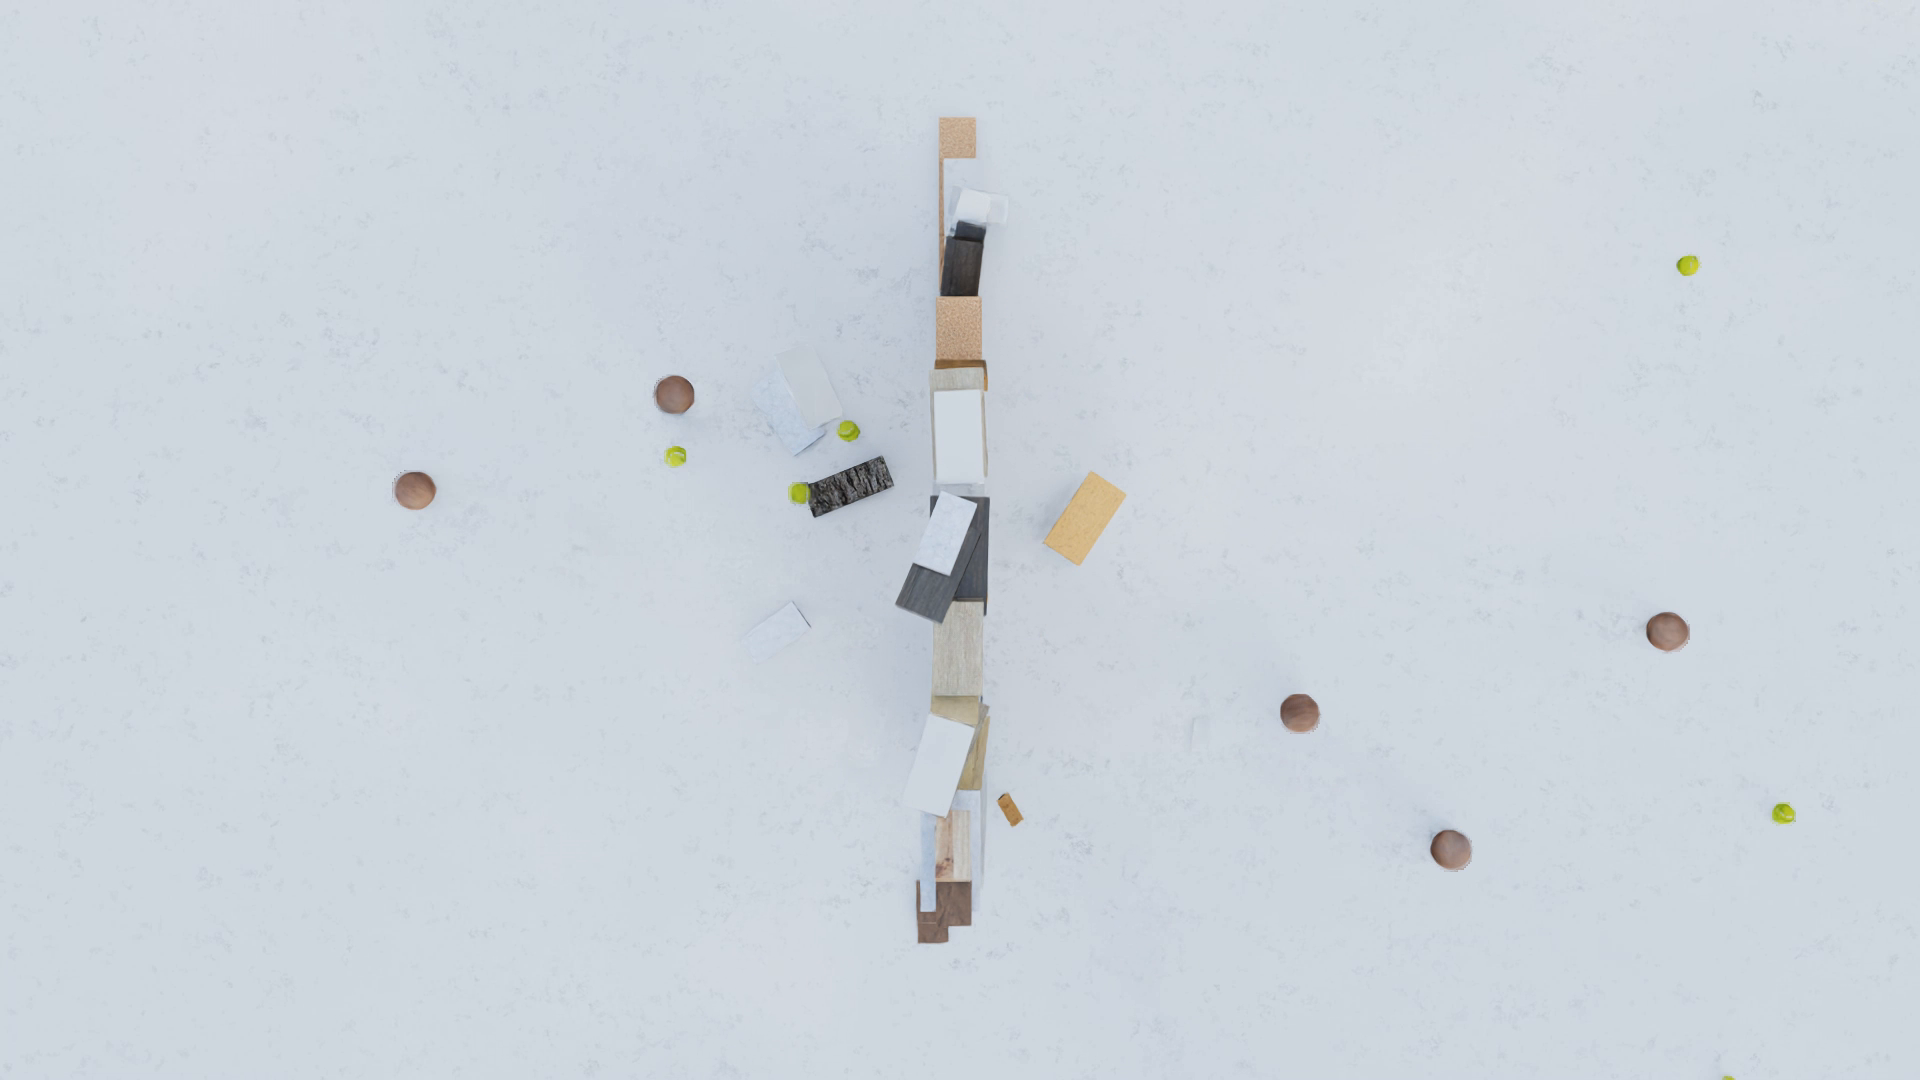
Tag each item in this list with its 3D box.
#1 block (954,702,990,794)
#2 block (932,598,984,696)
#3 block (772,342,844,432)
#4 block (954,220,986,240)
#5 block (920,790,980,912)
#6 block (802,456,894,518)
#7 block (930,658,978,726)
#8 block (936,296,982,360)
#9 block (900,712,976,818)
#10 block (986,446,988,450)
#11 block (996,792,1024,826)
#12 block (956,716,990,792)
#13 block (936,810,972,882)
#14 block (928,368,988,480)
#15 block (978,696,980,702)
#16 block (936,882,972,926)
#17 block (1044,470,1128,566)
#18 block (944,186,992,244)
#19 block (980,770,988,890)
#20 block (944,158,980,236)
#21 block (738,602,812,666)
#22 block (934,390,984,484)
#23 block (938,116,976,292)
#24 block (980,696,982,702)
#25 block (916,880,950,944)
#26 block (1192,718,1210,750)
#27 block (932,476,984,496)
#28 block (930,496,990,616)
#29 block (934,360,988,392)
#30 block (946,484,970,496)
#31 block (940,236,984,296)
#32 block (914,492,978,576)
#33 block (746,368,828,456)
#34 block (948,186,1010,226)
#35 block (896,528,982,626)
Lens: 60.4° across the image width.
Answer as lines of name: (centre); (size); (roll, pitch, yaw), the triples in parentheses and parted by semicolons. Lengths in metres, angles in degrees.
block: (-0.029, 0.593, 4.857); (0.139, 0.039, 0.278); (22, 86, 0)
block: (-0.005, 0.307, 4.744); (0.144, 0.041, 0.287); (0, 107, 0)
block: (-0.501, -0.509, 5.453); (0.134, 0.038, 0.267); (-25, 88, -23)
block: (0.021, -0.941, 5.411); (0.097, 0.027, 0.194); (13, 116, 0)
block: (-0.028, 0.915, 4.863); (0.174, 0.049, 0.347); (0, 80, -1)
block: (-0.371, -0.177, 5.485); (0.288, 0.031, 0.109); (-22, 90, 0)
block: (-0.012, 0.399, 4.835); (0.139, 0.039, 0.278); (3, 79, 0)
block: (-0.003, -0.618, 5.192); (0.144, 0.041, 0.288); (0, 90, 0)
block: (-0.064, 0.651, 4.785); (0.139, 0.039, 0.278); (17, 97, -2)
block: (0.001, -0.282, 5.026); (0.159, 0.345, 0.045); (-3, 106, 0)
block: (0.166, 0.896, 5.477); (0.051, 0.015, 0.103); (-32, 91, -44)
block: (-0.012, 0.673, 5.056); (0.174, 0.347, 0.049); (9, 134, 0)
block: (-0.020, 0.887, 4.792); (0.103, 0.029, 0.206); (0, 59, -1)
block: (-0.005, -0.341, 4.831); (0.159, 0.045, 0.319); (-3, 91, 0)
block: (-0.005, 0.350, 4.906); (0.136, 0.039, 0.272); (1, 90, 0)
block: (-0.019, 1.016, 4.790); (0.103, 0.029, 0.206); (0, 80, -1)
block: (0.415, -0.071, 5.480); (0.144, 0.041, 0.287); (34, 90, 0)
block: (0.025, -1.046, 5.393); (0.097, 0.027, 0.194); (19, 116, -5)
block: (-0.007, 0.895, 5.188); (0.174, 0.649, 0.049); (5, 111, 0)
block: (0.007, -1.133, 5.448); (0.122, 0.035, 0.245); (0, 90, 0)
block: (-0.615, 0.311, 5.485); (0.218, 0.031, 0.109); (-35, 90, 0)
block: (-0.003, -0.298, 4.789); (0.134, 0.038, 0.267); (-2, 91, 0)
block: (-0.009, -1.116, 5.483); (0.122, 0.035, 0.574); (0, 90, 0)
block: (0.005, 0.527, 5.217); (0.132, 0.037, 0.265); (0, 90, 0)
block: (-0.092, 1.235, 5.485); (0.103, 0.029, 0.206); (-2, 90, 0)
block: (0.800, 0.645, 5.493); (0.051, 0.015, 0.103); (4, 90, 0)
block: (-0.004, -0.036, 5.153); (0.162, 0.046, 0.324); (0, 90, 0)
block: (-0.004, 0.045, 4.762); (0.172, 0.049, 0.344); (1, 90, 0)
block: (0.002, -0.502, 5.012); (0.159, 0.319, 0.045); (0, 105, 0)
block: (-0.008, -0.166, 4.977); (0.071, 0.020, 0.142); (-9, 90, 0)
block: (0.004, -0.867, 5.413); (0.122, 0.035, 0.245); (8, 116, 2)
block: (-0.041, -0.019, 4.669); (0.109, 0.031, 0.218); (20, 78, 5)
block: (-0.575, -0.425, 5.481); (0.134, 0.038, 0.267); (-36, 90, 0)
block: (0.062, -1.098, 5.417); (0.194, 0.027, 0.097); (9, 90, 0)
block: (-0.061, 0.083, 4.683); (0.144, 0.041, 0.287); (22, 79, 5)
